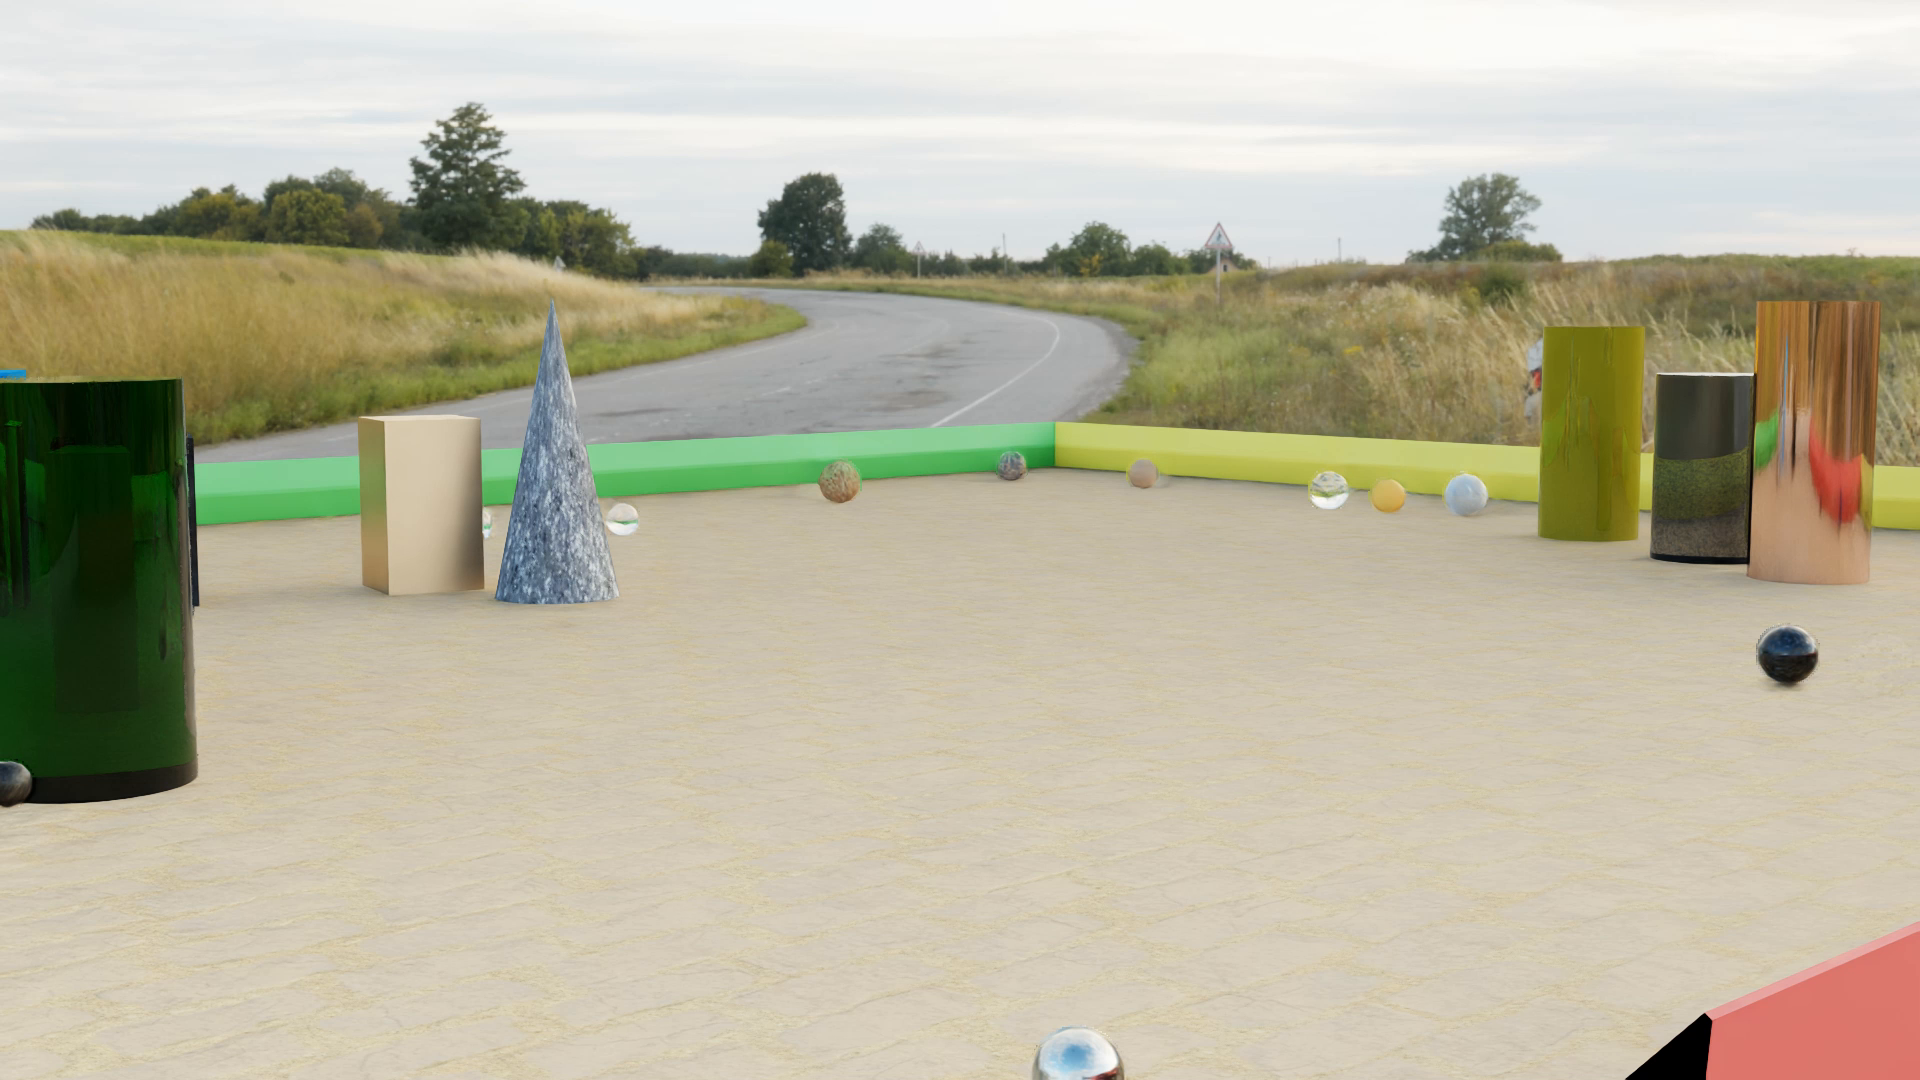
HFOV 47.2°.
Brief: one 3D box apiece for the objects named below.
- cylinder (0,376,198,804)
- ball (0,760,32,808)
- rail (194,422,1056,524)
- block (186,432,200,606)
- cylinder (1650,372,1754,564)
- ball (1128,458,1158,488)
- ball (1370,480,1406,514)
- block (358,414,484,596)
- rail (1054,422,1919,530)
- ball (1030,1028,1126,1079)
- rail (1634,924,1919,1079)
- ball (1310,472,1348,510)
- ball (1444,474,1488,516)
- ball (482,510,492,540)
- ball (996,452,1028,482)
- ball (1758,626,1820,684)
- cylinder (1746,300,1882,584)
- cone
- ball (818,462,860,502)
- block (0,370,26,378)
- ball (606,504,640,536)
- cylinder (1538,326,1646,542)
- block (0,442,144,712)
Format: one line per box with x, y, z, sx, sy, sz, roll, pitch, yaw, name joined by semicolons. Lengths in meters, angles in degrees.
-0.820;0.039;2.056;0.191;0.379;0.191;0;6;0;cylinder
-0.850;0.218;1.962;0.041;0.041;0.041;0;6;0;ball
-1.307;-0.116;4.741;4.332;0.124;0.045;-6;8;-42;rail
-1.238;-0.031;3.325;0.153;0.252;0.153;-2;6;-21;block
1.331;-0.130;3.908;0.191;0.329;0.191;0;6;0;cylinder
0.453;-0.164;5.434;0.075;0.075;0.075;0;6;0;ball
0.932;-0.095;4.783;0.075;0.075;0.075;0;6;0;ball
-0.860;-0.059;3.508;0.153;0.271;0.153;-4;7;-30;block
1.574;-0.120;4.777;0.045;0.124;3.902;-6;8;-42;rail
0.065;0.294;1.205;0.052;0.052;0.052;0;6;0;ball
1.307;0.181;1.924;4.332;0.124;0.045;-6;8;-42;rail
0.817;-0.109;4.866;0.085;0.085;0.085;0;6;0;ball
1.087;-0.096;4.722;0.090;0.090;0.090;0;6;0;ball
-0.925;-0.028;4.184;0.068;0.068;0.068;0;6;0;ball
0.134;-0.190;5.669;0.078;0.078;0.078;0;6;0;ball
0.985;0.136;2.616;0.069;0.069;0.069;0;6;0;ball
1.404;-0.164;3.620;0.191;0.456;0.191;0;6;0;cylinder
-0.624;-0.143;3.388;0.191;0.463;0.191;0;6;0;cone
-0.276;-0.133;5.044;0.095;0.095;0.095;0;6;0;ball
-1.359;-0.050;2.997;0.153;0.359;0.153;-2;6;-15;block
-0.660;-0.039;4.305;0.064;0.064;0.064;0;6;0;ball
1.228;-0.210;4.282;0.191;0.409;0.191;0;6;0;cylinder
-1.042;0.037;2.523;0.153;0.286;0.153;-4;7;-35;block
